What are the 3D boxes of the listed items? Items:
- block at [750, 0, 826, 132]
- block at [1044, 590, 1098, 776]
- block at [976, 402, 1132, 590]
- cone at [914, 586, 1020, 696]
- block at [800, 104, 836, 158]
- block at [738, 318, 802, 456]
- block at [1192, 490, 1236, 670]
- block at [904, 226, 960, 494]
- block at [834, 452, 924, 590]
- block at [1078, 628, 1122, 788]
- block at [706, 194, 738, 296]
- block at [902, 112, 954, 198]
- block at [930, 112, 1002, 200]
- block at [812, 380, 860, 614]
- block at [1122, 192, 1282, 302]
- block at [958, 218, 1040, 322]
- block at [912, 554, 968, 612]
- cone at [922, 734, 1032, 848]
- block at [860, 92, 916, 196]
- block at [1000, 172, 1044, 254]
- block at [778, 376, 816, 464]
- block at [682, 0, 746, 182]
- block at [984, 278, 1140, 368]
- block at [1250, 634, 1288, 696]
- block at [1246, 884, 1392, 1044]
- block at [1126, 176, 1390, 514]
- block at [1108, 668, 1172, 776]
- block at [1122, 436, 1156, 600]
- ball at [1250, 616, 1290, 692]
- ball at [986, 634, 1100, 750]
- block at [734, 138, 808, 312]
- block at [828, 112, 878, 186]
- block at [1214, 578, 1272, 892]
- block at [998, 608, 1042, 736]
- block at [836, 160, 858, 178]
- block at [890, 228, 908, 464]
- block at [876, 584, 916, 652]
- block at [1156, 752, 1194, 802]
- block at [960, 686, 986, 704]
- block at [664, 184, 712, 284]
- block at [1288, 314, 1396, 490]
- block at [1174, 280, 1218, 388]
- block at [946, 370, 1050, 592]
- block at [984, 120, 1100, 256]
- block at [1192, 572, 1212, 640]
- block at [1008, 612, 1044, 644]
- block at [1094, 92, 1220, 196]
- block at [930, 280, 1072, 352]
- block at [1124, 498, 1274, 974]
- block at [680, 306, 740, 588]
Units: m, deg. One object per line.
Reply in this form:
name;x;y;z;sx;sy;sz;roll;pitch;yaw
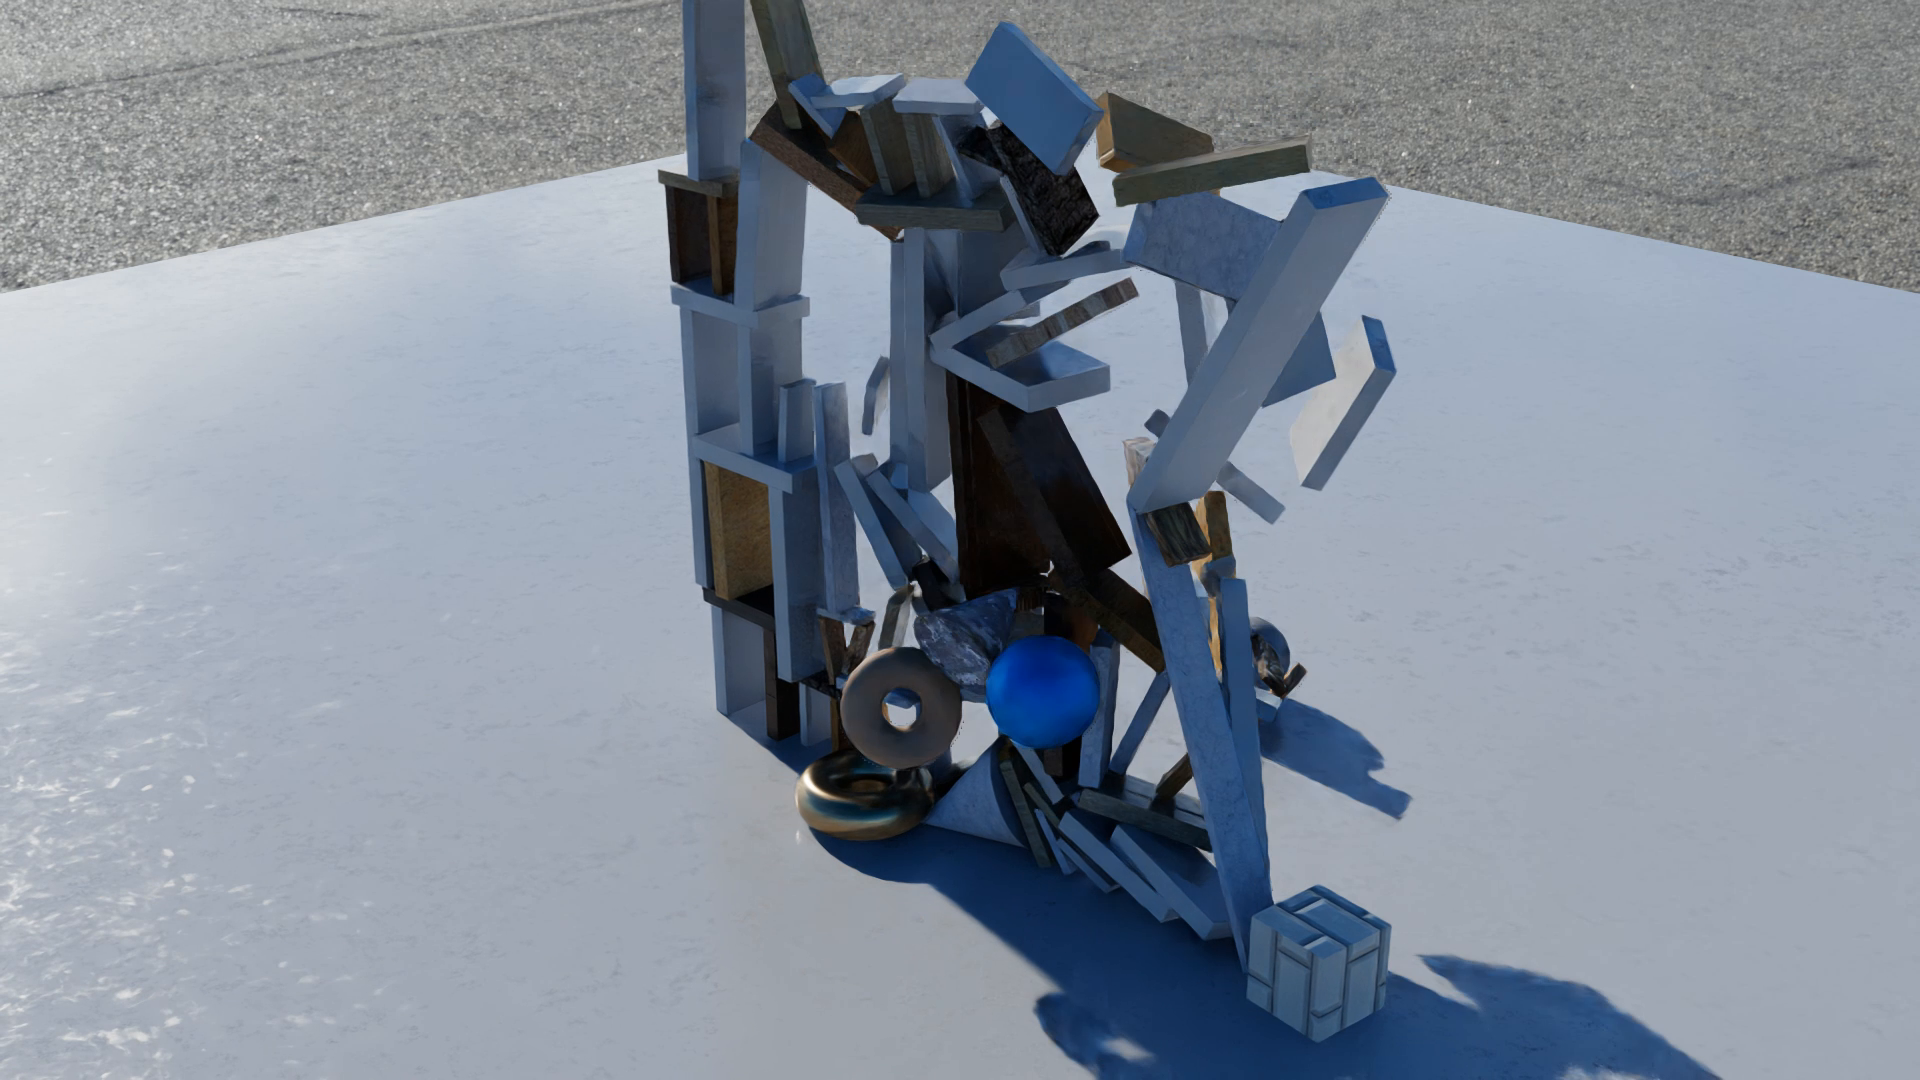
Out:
block;-0.320;-0.922;4.204;0.036;0.252;0.126;-4;22;29
block;0.213;0.263;4.202;0.039;0.351;0.139;6;11;31
block;0.179;-0.099;4.106;0.050;0.356;0.178;-29;-1;37
cone;0.052;0.148;4.069;0.197;0.197;0.197;20;55;39
block;-0.255;-0.810;4.225;0.020;0.140;0.070;-14;34;35
block;-0.388;-0.322;4.511;0.039;0.276;0.138;22;31;39
block;0.509;0.104;4.358;0.044;0.155;0.380;0;59;-7
block;-0.041;-0.379;4.324;0.044;0.598;0.154;23;41;29
block;-0.156;-0.040;4.461;0.039;0.276;0.138;-27;-1;20
block;0.265;0.312;4.146;0.039;0.277;0.139;7;16;12
block;-0.460;-0.609;4.475;0.029;0.203;0.102;19;29;41
block;-0.057;-0.711;3.957;0.024;0.168;0.084;12;43;30
block;0.018;-0.703;3.917;0.084;0.168;0.024;-36;22;-25
block;-0.252;-0.086;4.496;0.023;0.472;0.081;8;19;34
block;0.412;-0.508;3.733;0.304;0.152;0.043;13;5;-42
block;0.076;-0.521;4.151;0.154;0.309;0.044;-9;60;-6
block;-0.007;0.157;4.499;0.039;0.276;0.138;-21;8;20
cone;0.019;0.531;4.375;0.233;0.233;0.233;-20;15;24
block;-0.126;-0.721;3.998;0.024;0.167;0.084;9;38;39
block;0.118;-0.590;3.889;0.016;0.164;0.056;1;44;35
block;-0.331;-0.244;4.473;0.023;0.163;0.081;25;33;36
block;-0.485;-0.922;4.354;0.036;0.406;0.126;25;34;39
block;0.183;-0.390;3.961;0.264;0.037;0.132;-25;3;37
block;0.589;0.239;4.200;0.017;0.061;0.121;-37;32;21
block;0.622;0.732;3.818;0.169;0.169;0.169;-17;28;-35
block;0.482;-0.306;3.663;0.152;0.753;0.043;-15;60;-31
block;0.351;0.347;4.228;0.031;0.216;0.108;28;1;9
block;0.367;-0.026;4.109;0.044;0.311;0.155;-12;16;-8
ball;0.640;0.264;4.897;0.189;0.189;0.189;0;23;0
ball;0.148;0.269;3.916;0.205;0.205;0.205;0;23;0
block;-0.374;-0.639;4.365;0.048;0.338;0.169;18;28;25
block;-0.156;-0.712;4.160;0.024;0.084;0.221;13;-18;45
block;0.526;0.410;4.057;0.061;0.692;0.017;5;-16;-29
block;0.122;0.264;4.446;0.124;0.280;0.035;13;-28;-38
block;-0.173;-0.722;4.220;0.140;0.070;0.020;23;-23;-38
block;-0.096;-0.401;4.430;0.048;0.468;0.169;7;27;11
block;-0.138;0.199;4.490;0.028;0.208;0.099;18;26;10
block;0.462;0.400;4.173;0.031;0.216;0.108;44;15;3
block;0.051;0.304;4.531;0.197;0.028;0.099;5;19;19
block;-0.556;-0.643;4.562;0.029;0.203;0.102;19;29;41
block;0.724;-0.259;4.186;0.044;0.310;0.155;13;42;-16
block;0.440;-0.365;4.021;0.044;0.310;0.155;-5;17;15
block;0.076;-0.138;4.341;0.178;0.464;0.050;-14;25;-22
block;0.146;-0.638;3.837;0.036;0.254;0.126;-5;34;44
block;0.443;0.123;4.114;0.024;0.084;0.167;-6;16;-1
block;0.164;0.264;4.313;0.035;0.247;0.124;-29;-18;26
block;0.335;-0.659;3.728;0.253;0.126;0.036;14;-29;-38
block;0.073;-0.428;4.087;0.132;0.037;0.264;-31;5;-42
block;0.444;0.341;3.962;0.084;0.876;0.024;-12;-3;-27
block;-0.516;-0.209;4.699;0.039;0.626;0.138;20;30;39
